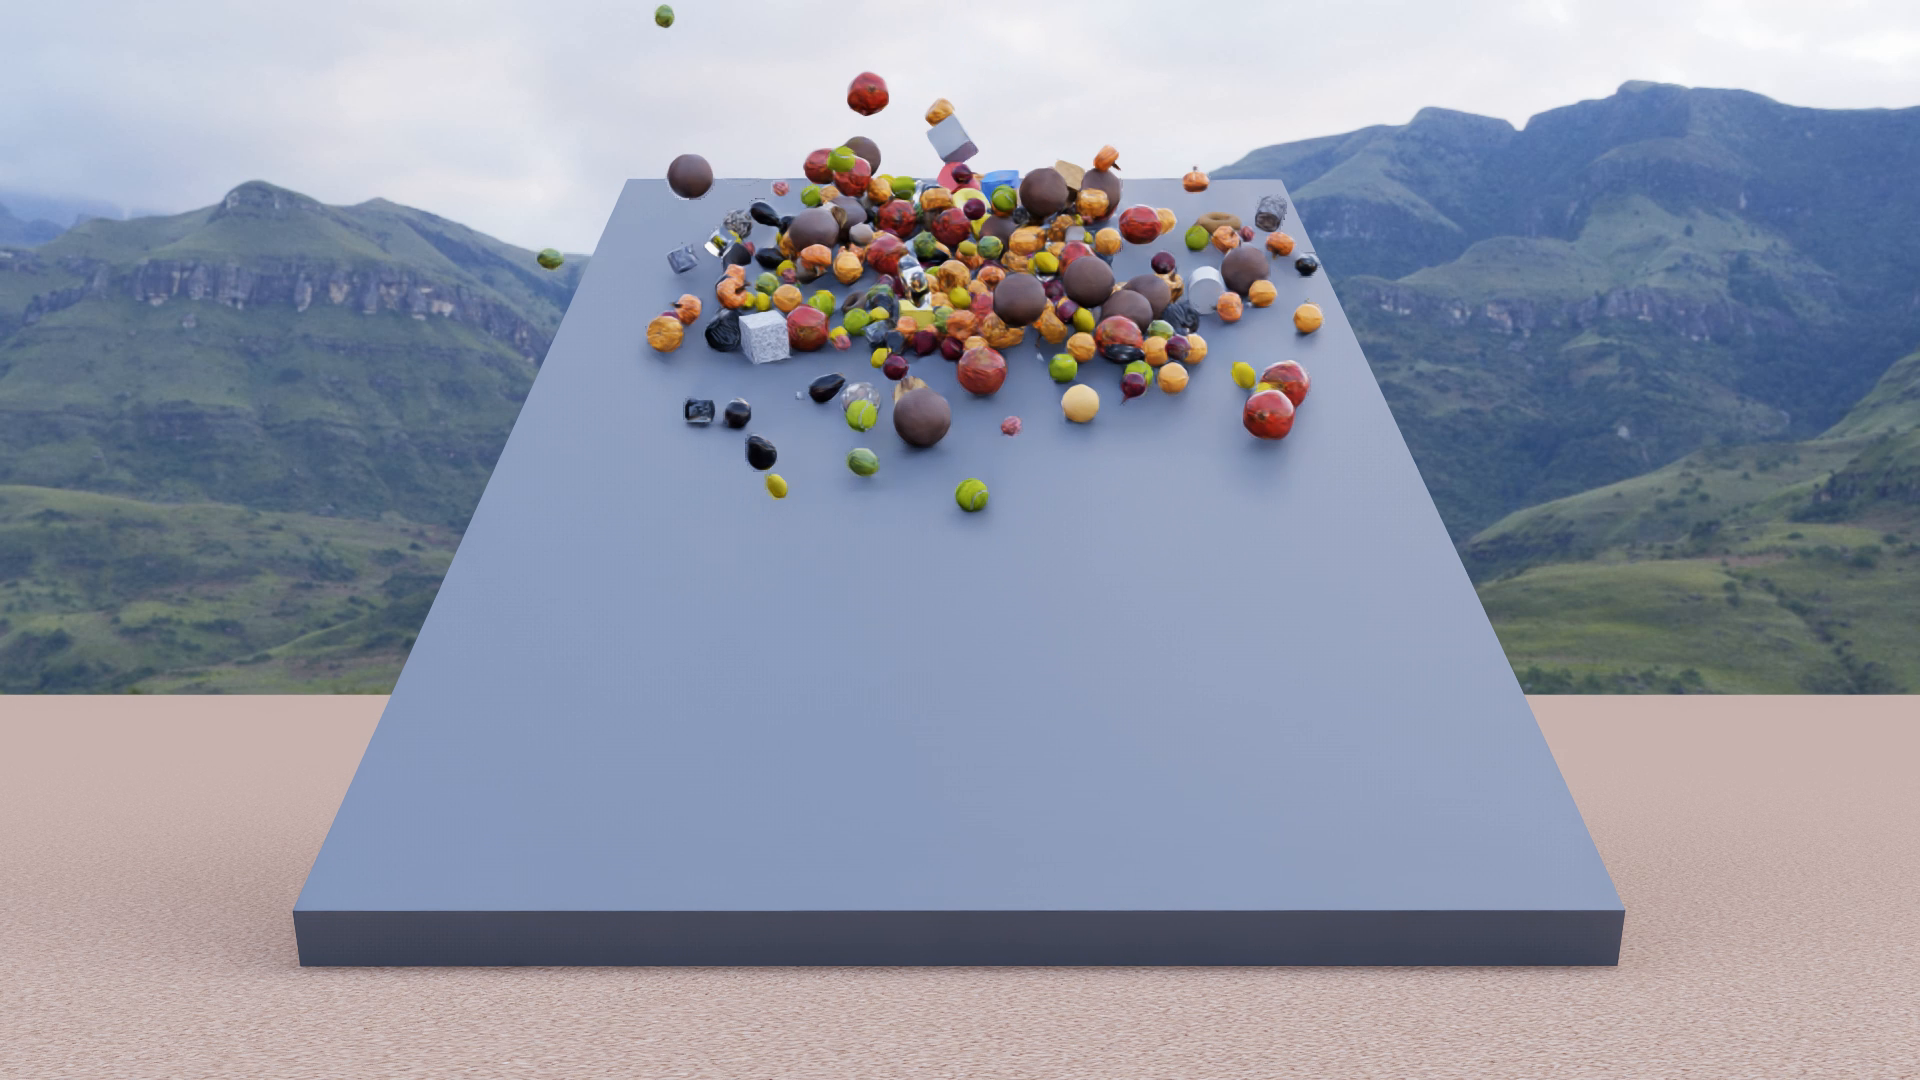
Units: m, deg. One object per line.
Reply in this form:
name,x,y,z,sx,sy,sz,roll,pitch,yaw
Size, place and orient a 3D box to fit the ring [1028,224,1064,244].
ring,0.239,-0.860,6.559,0.113,0.038,0.113,0,27,0

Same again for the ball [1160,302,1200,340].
ball,0.548,-0.545,5.801,0.096,0.096,0.096,0,-4,0

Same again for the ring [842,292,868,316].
ring,-0.270,-0.605,5.979,0.075,0.075,0.025,-3,-35,40

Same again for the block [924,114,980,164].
block,-0.022,-1.159,6.799,0.100,0.100,0.100,-33,-18,9

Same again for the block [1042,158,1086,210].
block,0.284,-0.971,6.363,0.082,0.082,0.082,19,-33,-4

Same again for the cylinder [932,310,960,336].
cylinder,-0.033,-0.543,5.834,0.062,0.062,0.062,-2,-3,-6

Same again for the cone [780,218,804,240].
cone,-0.489,-0.869,6.586,0.067,0.067,0.067,4,-11,-44

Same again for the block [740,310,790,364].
block,-0.476,-0.493,5.679,0.093,0.093,0.093,-13,27,-18

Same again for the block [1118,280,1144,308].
block,0.443,-0.639,6.061,0.052,0.052,0.052,-8,26,-17

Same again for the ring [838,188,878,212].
ring,-0.288,-0.964,6.619,0.117,0.039,0.117,-12,30,7

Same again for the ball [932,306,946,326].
ball,-0.055,-0.566,5.894,0.054,0.054,0.054,0,-4,0

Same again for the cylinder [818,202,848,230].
cylinder,-0.348,-0.888,6.400,0.063,0.063,0.063,1,17,-22

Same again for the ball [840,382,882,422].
ball,-0.224,-0.313,5.294,0.092,0.092,0.092,0,-4,0

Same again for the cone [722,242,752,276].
cone,-0.612,-0.733,6.206,0.086,0.086,0.086,22,-31,14

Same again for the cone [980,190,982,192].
cone,0.071,-0.988,6.812,0.057,0.057,0.057,0,28,-2

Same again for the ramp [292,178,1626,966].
ramp,-0.008,-0.229,5.342,2.000,0.100,4.000,0,25,0

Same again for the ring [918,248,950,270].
ring,-0.070,-0.749,6.233,0.089,0.030,0.089,4,-22,1

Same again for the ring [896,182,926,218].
ring,-0.142,-0.984,6.744,0.041,0.123,0.123,38,-8,-5

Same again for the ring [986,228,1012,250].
ring,0.109,-0.838,6.495,0.083,0.083,0.028,-3,-49,42

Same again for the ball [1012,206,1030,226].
ball,0.162,-0.861,6.201,0.050,0.050,0.050,0,-4,0

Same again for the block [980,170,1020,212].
block,0.121,-1.011,6.760,0.091,0.091,0.091,-2,27,17

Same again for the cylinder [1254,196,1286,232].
cylinder,0.827,-0.870,6.226,0.069,0.069,0.069,13,-41,12

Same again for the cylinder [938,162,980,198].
cylinder,-0.004,-1.038,6.803,0.093,0.093,0.093,-2,-22,25

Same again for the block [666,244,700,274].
block,-0.739,-0.750,6.232,0.058,0.058,0.058,-29,16,-22

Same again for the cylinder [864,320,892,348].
cylinder,-0.203,-0.507,5.738,0.055,0.055,0.055,-21,-3,-2

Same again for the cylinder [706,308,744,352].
cylinder,-0.576,-0.518,5.748,0.087,0.087,0.087,0,24,6

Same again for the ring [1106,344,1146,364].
ring,0.392,-0.442,5.546,0.098,0.033,0.098,12,-1,0

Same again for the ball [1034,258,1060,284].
ball,0.233,-0.716,6.210,0.066,0.066,0.066,0,-4,0

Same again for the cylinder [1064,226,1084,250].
cylinder,0.313,-0.826,6.387,0.052,0.052,0.052,5,-18,2

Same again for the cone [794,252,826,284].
cone,-0.377,-0.712,6.162,0.087,0.087,0.087,3,13,-41

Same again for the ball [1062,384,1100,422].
ball,0.274,-0.310,5.297,0.086,0.086,0.086,0,-4,0

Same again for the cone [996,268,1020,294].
cone,0.133,-0.691,6.123,0.068,0.068,0.068,1,-36,-12

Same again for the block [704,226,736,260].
block,-0.624,-0.776,6.085,0.052,0.052,0.052,39,-55,-16

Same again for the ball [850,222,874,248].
ball,-0.254,-0.785,6.008,0.062,0.062,0.062,0,-4,0

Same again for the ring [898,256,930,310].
ring,-0.113,-0.635,5.763,0.048,0.143,0.143,-21,-1,-9

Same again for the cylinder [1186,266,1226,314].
cylinder,0.635,-0.643,6.017,0.097,0.097,0.097,0,26,3

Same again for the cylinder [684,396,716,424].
cylinder,-0.590,-0.293,5.291,0.053,0.053,0.053,-19,-10,18

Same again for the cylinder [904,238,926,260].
cylinder,-0.122,-0.790,6.385,0.054,0.054,0.054,1,23,-21

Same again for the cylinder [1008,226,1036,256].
cylinder,0.168,-0.801,6.255,0.059,0.059,0.059,24,-3,2

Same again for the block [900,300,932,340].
block,-0.110,-0.551,5.837,0.075,0.075,0.075,-2,25,-6

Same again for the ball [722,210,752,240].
ball,-0.624,-0.885,6.555,0.084,0.084,0.084,0,-4,0

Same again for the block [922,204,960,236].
block,-0.055,-0.902,6.578,0.076,0.076,0.076,-2,16,-24

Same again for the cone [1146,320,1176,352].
cone,0.480,-0.498,5.773,0.078,0.078,0.078,1,-5,-22

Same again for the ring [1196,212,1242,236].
ring,0.737,-0.900,6.644,0.130,0.043,0.130,1,24,0

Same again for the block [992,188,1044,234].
block,0.165,-0.928,6.619,0.099,0.099,0.099,30,38,34
